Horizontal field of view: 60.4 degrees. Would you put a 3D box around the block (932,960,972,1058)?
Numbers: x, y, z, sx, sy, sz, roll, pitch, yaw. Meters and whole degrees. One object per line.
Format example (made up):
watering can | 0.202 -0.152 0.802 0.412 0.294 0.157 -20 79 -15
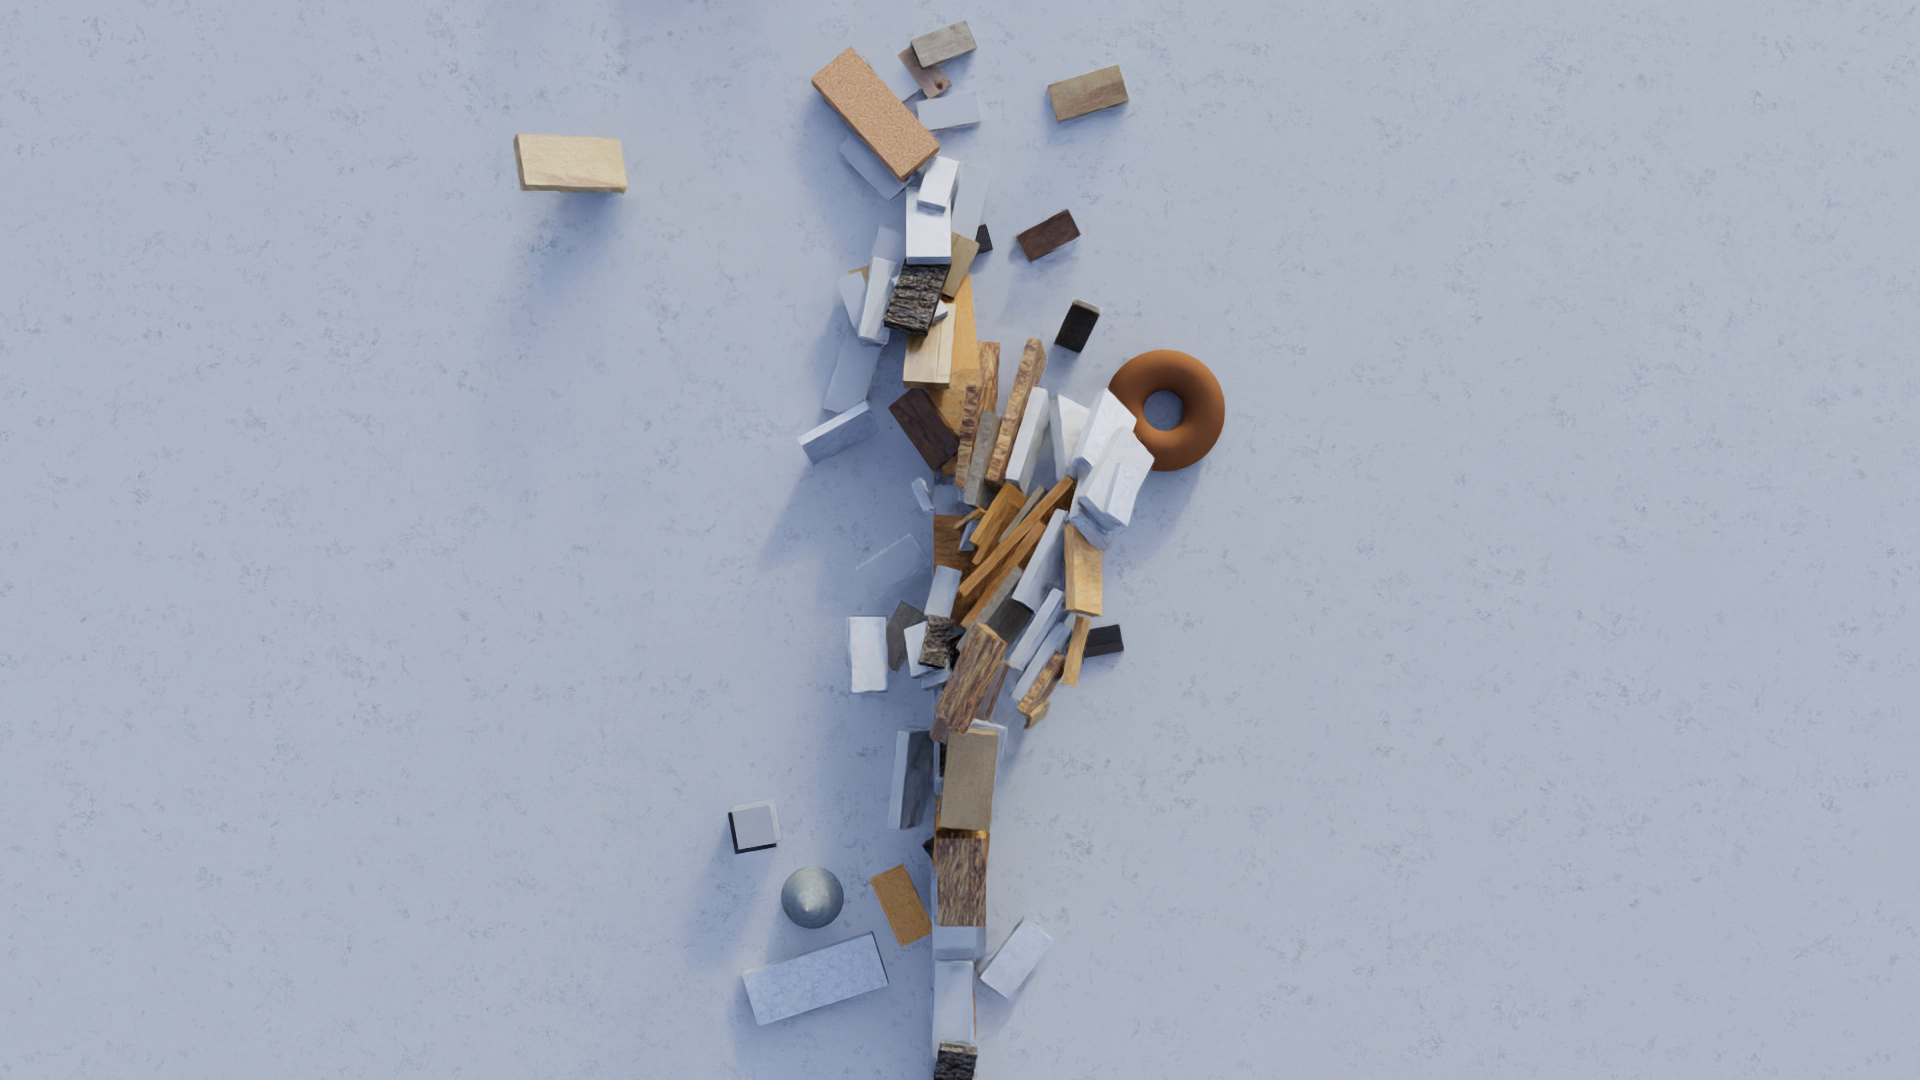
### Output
block | -0.025 1.534 5.394 0.122 0.035 0.315 2 93 0

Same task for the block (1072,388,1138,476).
block | 0.460 -0.320 5.228 0.156 0.044 0.311 43 48 -24

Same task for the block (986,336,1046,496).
block | 0.184 -0.400 5.358 0.041 0.144 0.507 12 73 16

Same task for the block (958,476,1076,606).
block | 0.215 0.027 5.222 0.496 0.167 0.047 -46 46 -3

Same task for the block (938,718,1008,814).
block | 0.039 0.711 5.113 0.153 0.043 0.307 12 99 -2

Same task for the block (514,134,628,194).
block | -1.266 -1.225 5.376 0.345 0.049 0.172 -6 80 -32

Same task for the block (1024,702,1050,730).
block | 0.240 0.546 5.133 0.015 0.103 0.052 31 127 23

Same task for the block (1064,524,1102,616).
block | 0.382 0.092 5.111 0.038 0.135 0.270 -11 72 41

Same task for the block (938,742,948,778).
block | 0.007 0.614 5.211 0.137 0.039 0.274 2 68 -1

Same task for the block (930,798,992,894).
block | 0.003 0.989 5.317 0.178 0.050 0.356 2 119 -2

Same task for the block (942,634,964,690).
block | -0.013 0.436 5.227 0.098 0.028 0.266 -12 65 10

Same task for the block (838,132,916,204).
block | -0.277 -1.251 5.483 0.122 0.035 0.245 -43 90 0

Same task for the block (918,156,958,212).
block | -0.072 -1.179 5.445 0.096 0.027 0.193 14 64 0

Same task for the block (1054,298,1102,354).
block | 0.386 -0.702 5.416 0.096 0.193 0.027 22 50 -2

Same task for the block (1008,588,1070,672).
block | 0.255 0.285 5.107 0.038 0.135 0.270 30 87 26

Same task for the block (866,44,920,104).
block | -0.221 -1.546 5.487 0.091 0.026 0.183 -36 90 0

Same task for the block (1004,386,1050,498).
block | 0.222 -0.313 5.365 0.047 0.167 0.333 13 71 14

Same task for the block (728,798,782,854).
block | -0.676 0.943 5.431 0.137 0.137 0.137 -10 90 0

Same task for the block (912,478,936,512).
block | -0.118 -0.145 5.362 0.015 0.052 0.104 -23 87 -42

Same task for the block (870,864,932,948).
block | -0.192 1.213 5.483 0.122 0.035 0.245 -25 90 0

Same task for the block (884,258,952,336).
block | -0.136 -0.803 5.345 0.144 0.041 0.288 14 65 7

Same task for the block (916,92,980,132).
block | -0.038 -1.422 5.486 0.200 0.028 0.100 -10 90 0

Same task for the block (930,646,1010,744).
block | 0.029 0.498 5.121 0.153 0.043 0.306 20 99 -3

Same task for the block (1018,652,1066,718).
block | 0.259 0.455 5.121 0.030 0.107 0.214 31 79 23

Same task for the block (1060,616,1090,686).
block | 0.362 0.348 5.156 0.026 0.090 0.216 12 86 18

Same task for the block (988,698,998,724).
block | 0.068 0.520 5.214 0.098 0.028 0.195 5 68 1

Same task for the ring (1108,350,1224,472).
ring | 0.672 -0.427 5.433 0.403 0.134 0.403 0 90 0

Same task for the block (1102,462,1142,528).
block | 0.498 -0.139 5.081 0.090 0.026 0.181 33 60 -29

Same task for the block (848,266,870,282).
block | -0.306 -0.814 5.452 0.086 0.024 0.173 -16 90 0

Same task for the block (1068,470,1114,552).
block | 0.429 -0.128 5.179 0.044 0.311 0.156 -26 122 36

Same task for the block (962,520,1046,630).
block | 0.182 0.140 5.207 0.406 0.158 0.045 -53 46 5

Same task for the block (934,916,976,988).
block | -0.016 1.351 5.413 0.140 0.040 0.280 0 120 0

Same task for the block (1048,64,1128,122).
block | 0.425 -1.483 5.483 0.245 0.035 0.122 -17 90 0

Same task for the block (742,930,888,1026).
block | -0.479 1.454 5.475 0.451 0.050 0.178 -18 90 0

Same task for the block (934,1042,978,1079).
block | -0.029 1.797 5.414 0.122 0.035 0.326 8 114 -3

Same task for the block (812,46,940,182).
block | -0.279 -1.406 5.446 0.172 0.049 0.450 -41 85 -8

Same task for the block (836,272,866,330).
block | -0.337 -0.787 5.427 0.086 0.024 0.173 -20 90 0

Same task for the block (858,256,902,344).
block | -0.264 -0.785 5.410 0.099 0.028 0.274 13 79 -18

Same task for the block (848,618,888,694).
block | -0.302 0.377 5.407 0.122 0.035 0.245 1 78 -17

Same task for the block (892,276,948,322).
block | -0.131 -0.793 5.380 0.099 0.028 0.198 -28 68 -13

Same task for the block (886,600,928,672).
block | -0.200 0.320 5.485 0.107 0.030 0.214 29 90 0

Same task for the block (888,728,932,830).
block | -0.161 0.783 5.423 0.043 0.153 0.317 6 90 30

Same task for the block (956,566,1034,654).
block | 0.137 0.245 5.178 0.317 0.158 0.045 -54 46 5

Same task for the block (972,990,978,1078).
block | -0.017 1.640 5.480 0.140 0.040 0.280 -2 90 0

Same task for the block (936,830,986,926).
block | 0.004 1.080 5.255 0.153 0.043 0.346 0 116 0

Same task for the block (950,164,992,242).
block | 0.027 -1.094 5.464 0.091 0.026 0.288 13 89 1
